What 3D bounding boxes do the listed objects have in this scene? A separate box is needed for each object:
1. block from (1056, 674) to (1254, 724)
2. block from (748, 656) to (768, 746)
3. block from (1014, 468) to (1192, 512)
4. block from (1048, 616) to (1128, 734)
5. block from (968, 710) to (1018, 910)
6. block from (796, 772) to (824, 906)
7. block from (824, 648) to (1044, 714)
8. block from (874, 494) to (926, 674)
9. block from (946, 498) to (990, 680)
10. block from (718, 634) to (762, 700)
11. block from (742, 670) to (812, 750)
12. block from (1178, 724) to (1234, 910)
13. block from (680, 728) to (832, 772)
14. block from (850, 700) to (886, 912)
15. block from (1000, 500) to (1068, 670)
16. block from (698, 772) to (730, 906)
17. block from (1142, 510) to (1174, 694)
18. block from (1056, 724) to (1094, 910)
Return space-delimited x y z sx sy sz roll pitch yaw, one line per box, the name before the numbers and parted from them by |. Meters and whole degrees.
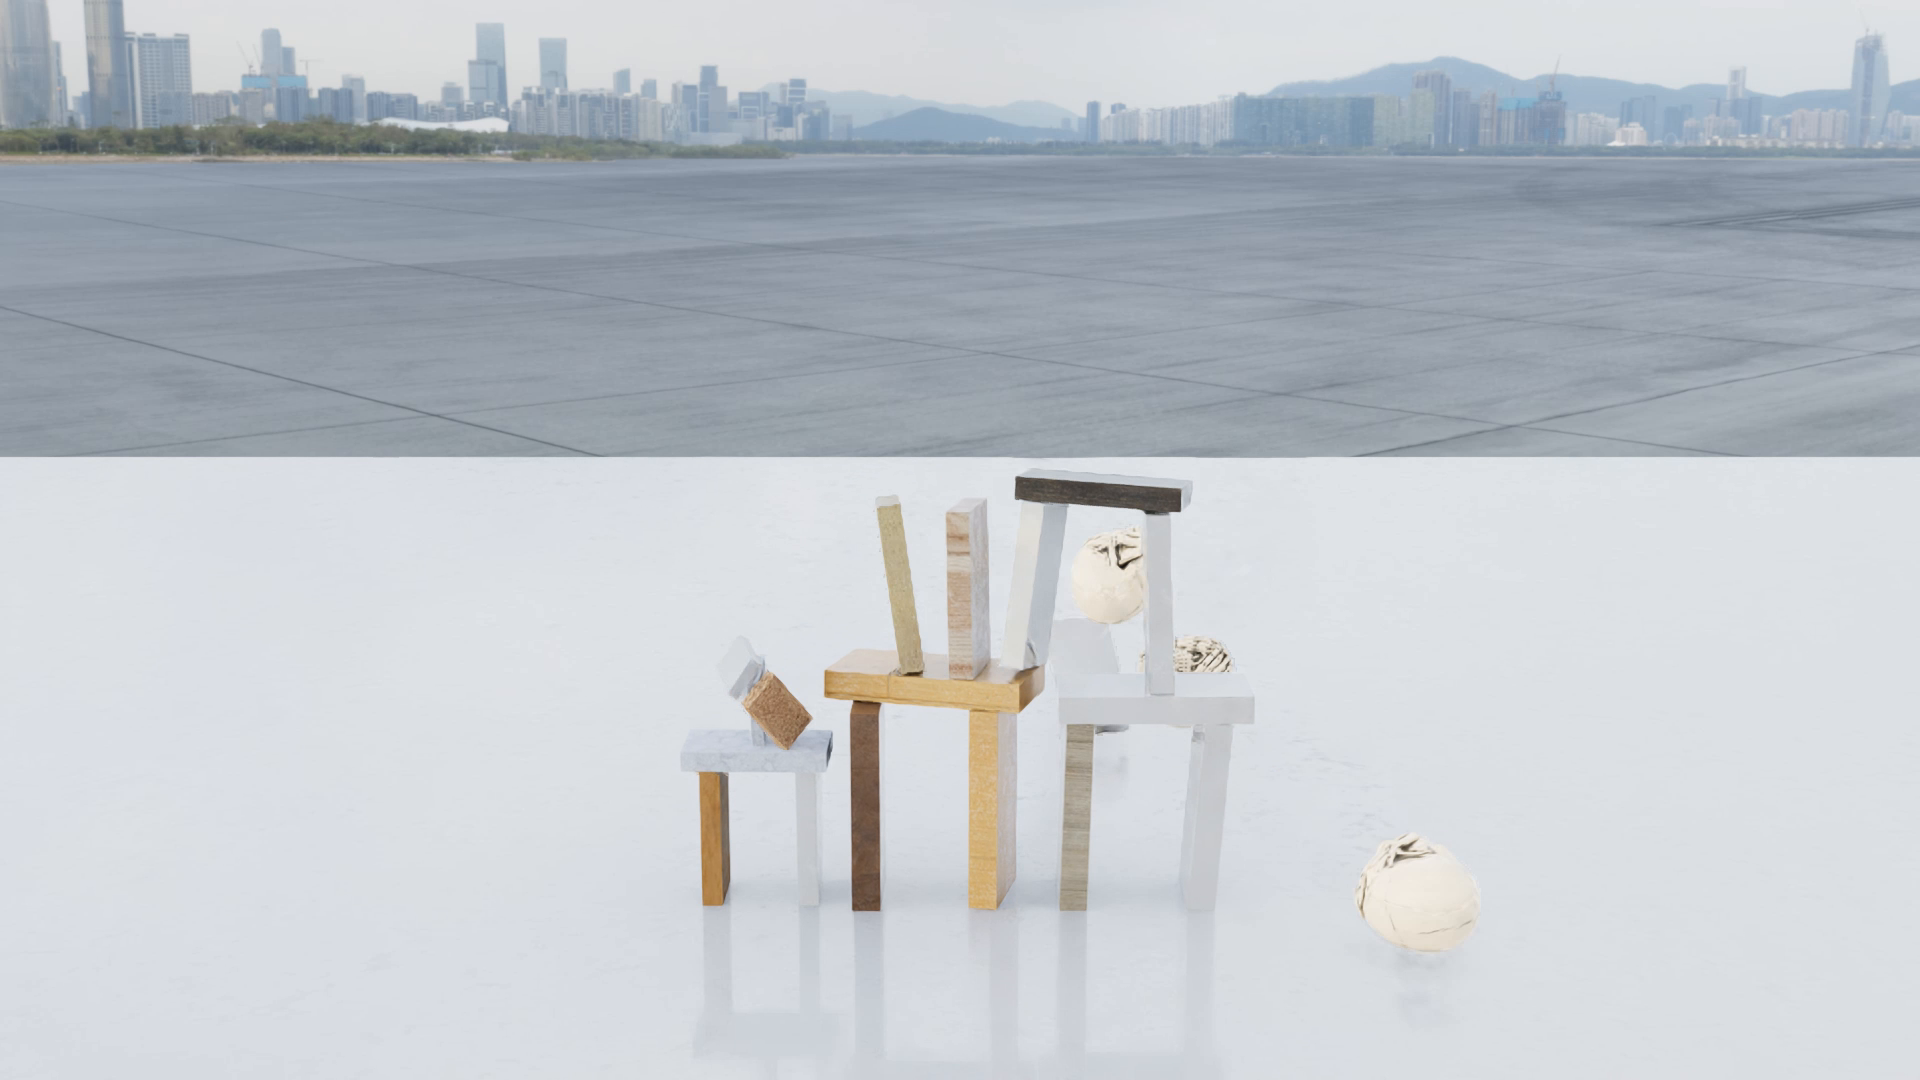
block | 0.317 0.259 3.602 0.313 0.044 0.157 0 11 1
block | -0.325 0.261 3.550 0.019 0.135 0.067 2 37 4
block | 0.235 -0.081 3.574 0.269 0.038 0.135 5 8 13
block | 0.263 0.284 4.624 0.137 0.039 0.275 -4 50 -7
block | 0.055 0.426 3.644 0.047 0.332 0.166 2 11 12
block | -0.249 0.472 3.641 0.033 0.236 0.118 0 13 1
block | -0.041 0.232 3.647 0.332 0.047 0.166 3 11 16
block | -0.099 0.070 3.608 0.039 0.275 0.137 -9 8 -2
block | 0.014 0.077 3.592 0.039 0.274 0.137 1 11 13
block | -0.355 0.203 3.526 0.019 0.068 0.135 32 5 -19
block | -0.291 0.273 3.513 0.019 0.067 0.135 26 -19 40
block | 0.405 0.436 3.636 0.044 0.313 0.157 4 10 -1
block | -0.331 0.344 3.597 0.236 0.033 0.118 0 13 1
block | -0.151 0.427 3.637 0.047 0.332 0.166 0 11 1
block | 0.122 0.071 3.598 0.038 0.269 0.135 9 4 19
block | -0.406 0.473 3.644 0.033 0.236 0.118 0 12 1
block | 0.321 0.093 3.577 0.038 0.291 0.135 -2 10 1
block | 0.189 0.436 3.637 0.044 0.313 0.157 2 11 0
